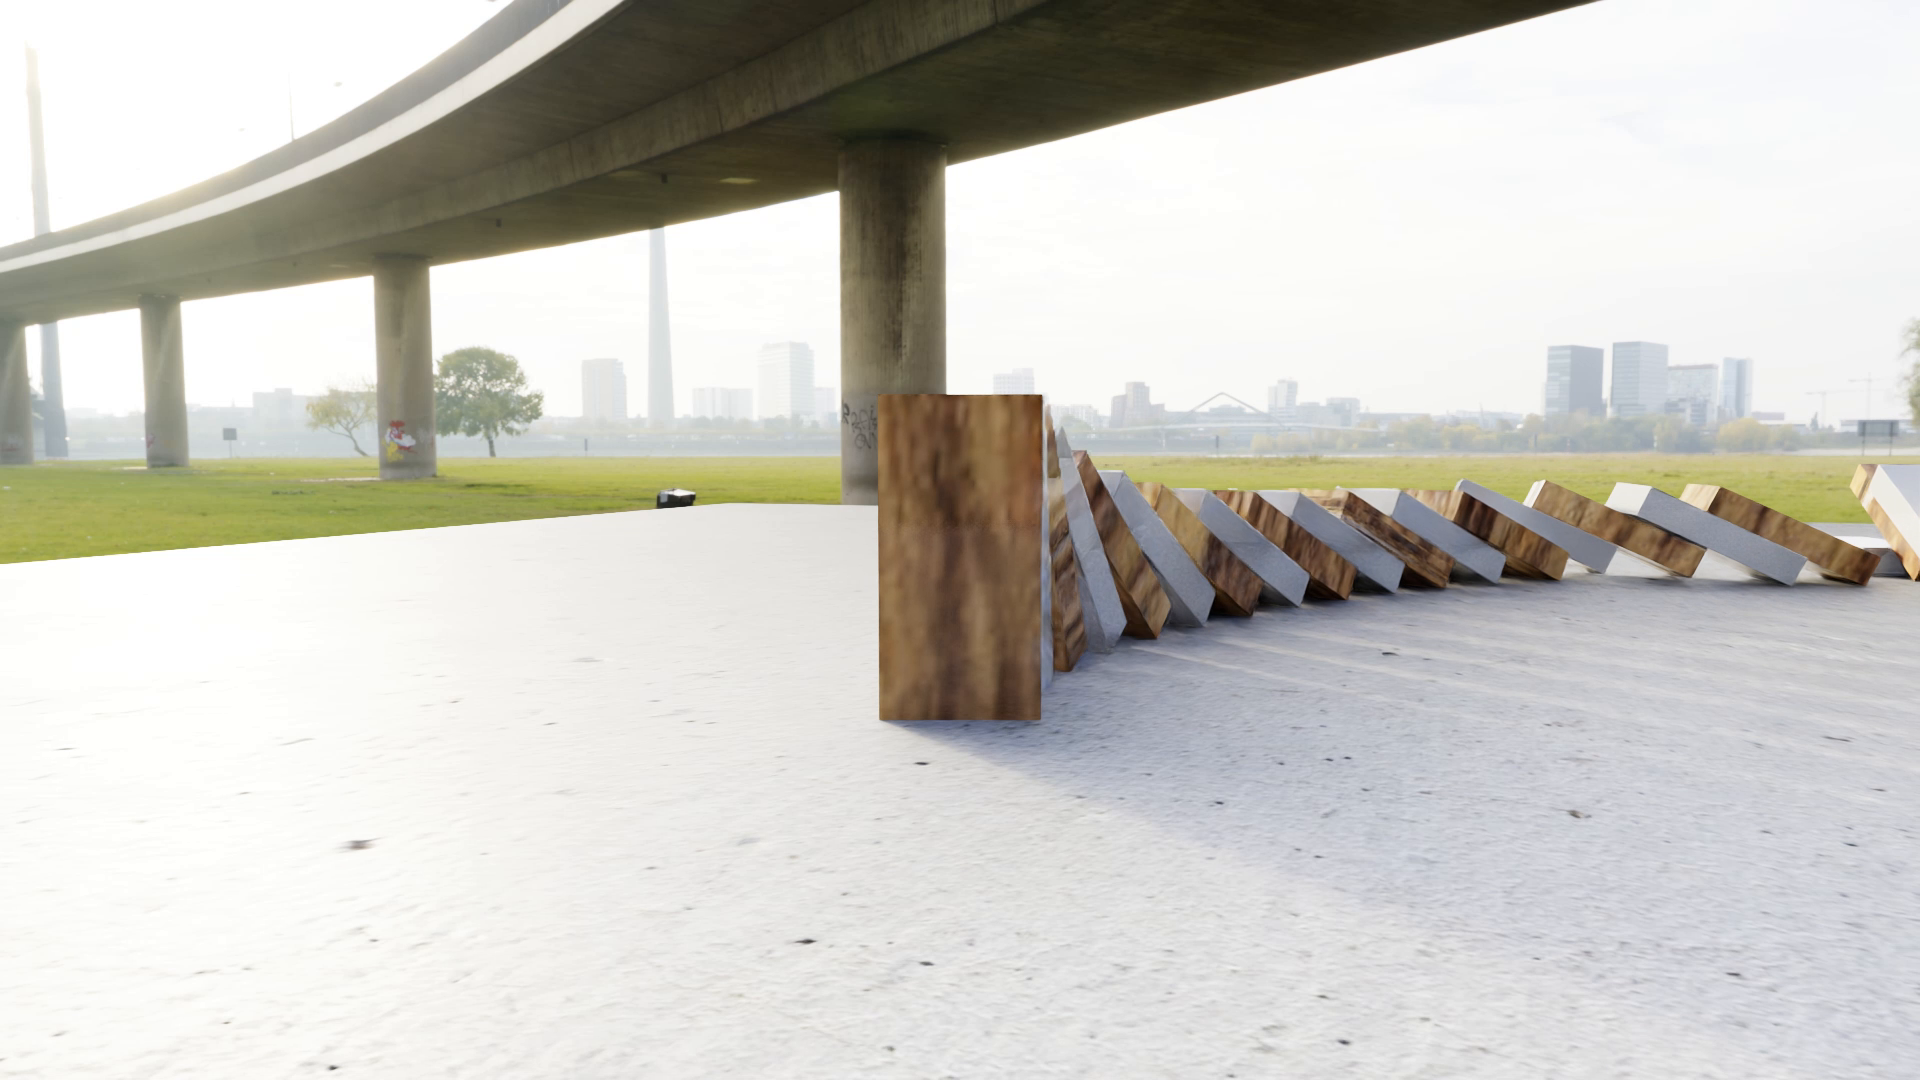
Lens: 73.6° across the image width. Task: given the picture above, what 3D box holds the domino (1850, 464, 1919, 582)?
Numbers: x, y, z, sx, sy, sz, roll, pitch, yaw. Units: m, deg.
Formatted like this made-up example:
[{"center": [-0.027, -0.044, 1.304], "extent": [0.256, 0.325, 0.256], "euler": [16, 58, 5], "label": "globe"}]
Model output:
[{"center": [0.310, -0.006, 0.411], "extent": [0.025, 0.009, 0.050], "euler": [1, 38, 9], "label": "domino"}]

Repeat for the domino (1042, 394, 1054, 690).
[{"center": [0.002, 0.001, 0.222], "extent": [0.025, 0.050, 0.010], "euler": [1, 13, 19], "label": "domino"}]

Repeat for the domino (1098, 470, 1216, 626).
[{"center": [0.036, 0.002, 0.291], "extent": [0.025, 0.010, 0.050], "euler": [4, -30, 40], "label": "domino"}]

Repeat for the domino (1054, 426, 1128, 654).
[{"center": [0.014, 0.000, 0.255], "extent": [0.025, 0.050, 0.009], "euler": [3, 41, 32], "label": "domino"}]

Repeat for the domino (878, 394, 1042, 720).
[{"center": [0.000, 0.002, 0.201], "extent": [0.025, 0.050, 0.009], "euler": [0, 4, 0], "label": "domino"}]

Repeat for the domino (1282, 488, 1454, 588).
[{"center": [0.118, 0.000, 0.375], "extent": [0.050, 0.009, 0.025], "euler": [26, -10, -30], "label": "domino"}]

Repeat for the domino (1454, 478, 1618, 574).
[{"center": [0.185, -0.005, 0.417], "extent": [0.050, 0.009, 0.025], "euler": [27, 7, 16], "label": "domino"}]

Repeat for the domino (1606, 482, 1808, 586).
[{"center": [0.228, -0.002, 0.395], "extent": [0.050, 0.009, 0.025], "euler": [25, 7, 3], "label": "domino"}]

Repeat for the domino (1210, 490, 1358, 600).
[{"center": [0.082, 0.001, 0.345], "extent": [0.050, 0.009, 0.025], "euler": [30, -15, -36], "label": "domino"}]

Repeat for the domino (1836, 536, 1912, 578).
[{"center": [0.305, 0.005, 0.434], "extent": [0.025, 0.009, 0.050], "euler": [1, 4, 9], "label": "domino"}]

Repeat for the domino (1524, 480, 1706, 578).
[{"center": [0.207, -0.004, 0.408], "extent": [0.050, 0.009, 0.025], "euler": [27, 7, 15], "label": "domino"}]

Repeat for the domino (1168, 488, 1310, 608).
[{"center": [0.065, 0.002, 0.328], "extent": [0.025, 0.009, 0.050], "euler": [5, -21, 48], "label": "domino"}]

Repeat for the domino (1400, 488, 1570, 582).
[{"center": [0.162, -0.002, 0.398], "extent": [0.050, 0.009, 0.025], "euler": [24, -6, -25], "label": "domino"}]

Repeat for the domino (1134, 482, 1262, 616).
[{"center": [0.050, 0.002, 0.310], "extent": [0.025, 0.009, 0.050], "euler": [4, -25, 44], "label": "domino"}]

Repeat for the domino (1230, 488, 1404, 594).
[{"center": [0.099, 0.001, 0.361], "extent": [0.050, 0.009, 0.025], "euler": [27, -12, -33], "label": "domino"}]

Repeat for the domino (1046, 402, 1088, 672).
[{"center": [0.007, 0.000, 0.238], "extent": [0.025, 0.050, 0.009], "euler": [2, 28, 27], "label": "domino"}]

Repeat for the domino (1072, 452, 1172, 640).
[{"center": [0.024, 0.002, 0.274], "extent": [0.025, 0.009, 0.050], "euler": [3, -38, 37], "label": "domino"}]

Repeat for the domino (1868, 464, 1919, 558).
[{"center": [0.305, -0.005, 0.394], "extent": [0.025, 0.010, 0.050], "euler": [0, 38, 9], "label": "domino"}]

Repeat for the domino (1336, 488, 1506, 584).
[{"center": [0.138, -0.001, 0.388], "extent": [0.050, 0.009, 0.025], "euler": [26, -8, -27], "label": "domino"}]

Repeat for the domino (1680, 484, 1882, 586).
[{"center": [0.253, -0.002, 0.398], "extent": [0.050, 0.009, 0.025], "euler": [26, 8, 7], "label": "domino"}]
